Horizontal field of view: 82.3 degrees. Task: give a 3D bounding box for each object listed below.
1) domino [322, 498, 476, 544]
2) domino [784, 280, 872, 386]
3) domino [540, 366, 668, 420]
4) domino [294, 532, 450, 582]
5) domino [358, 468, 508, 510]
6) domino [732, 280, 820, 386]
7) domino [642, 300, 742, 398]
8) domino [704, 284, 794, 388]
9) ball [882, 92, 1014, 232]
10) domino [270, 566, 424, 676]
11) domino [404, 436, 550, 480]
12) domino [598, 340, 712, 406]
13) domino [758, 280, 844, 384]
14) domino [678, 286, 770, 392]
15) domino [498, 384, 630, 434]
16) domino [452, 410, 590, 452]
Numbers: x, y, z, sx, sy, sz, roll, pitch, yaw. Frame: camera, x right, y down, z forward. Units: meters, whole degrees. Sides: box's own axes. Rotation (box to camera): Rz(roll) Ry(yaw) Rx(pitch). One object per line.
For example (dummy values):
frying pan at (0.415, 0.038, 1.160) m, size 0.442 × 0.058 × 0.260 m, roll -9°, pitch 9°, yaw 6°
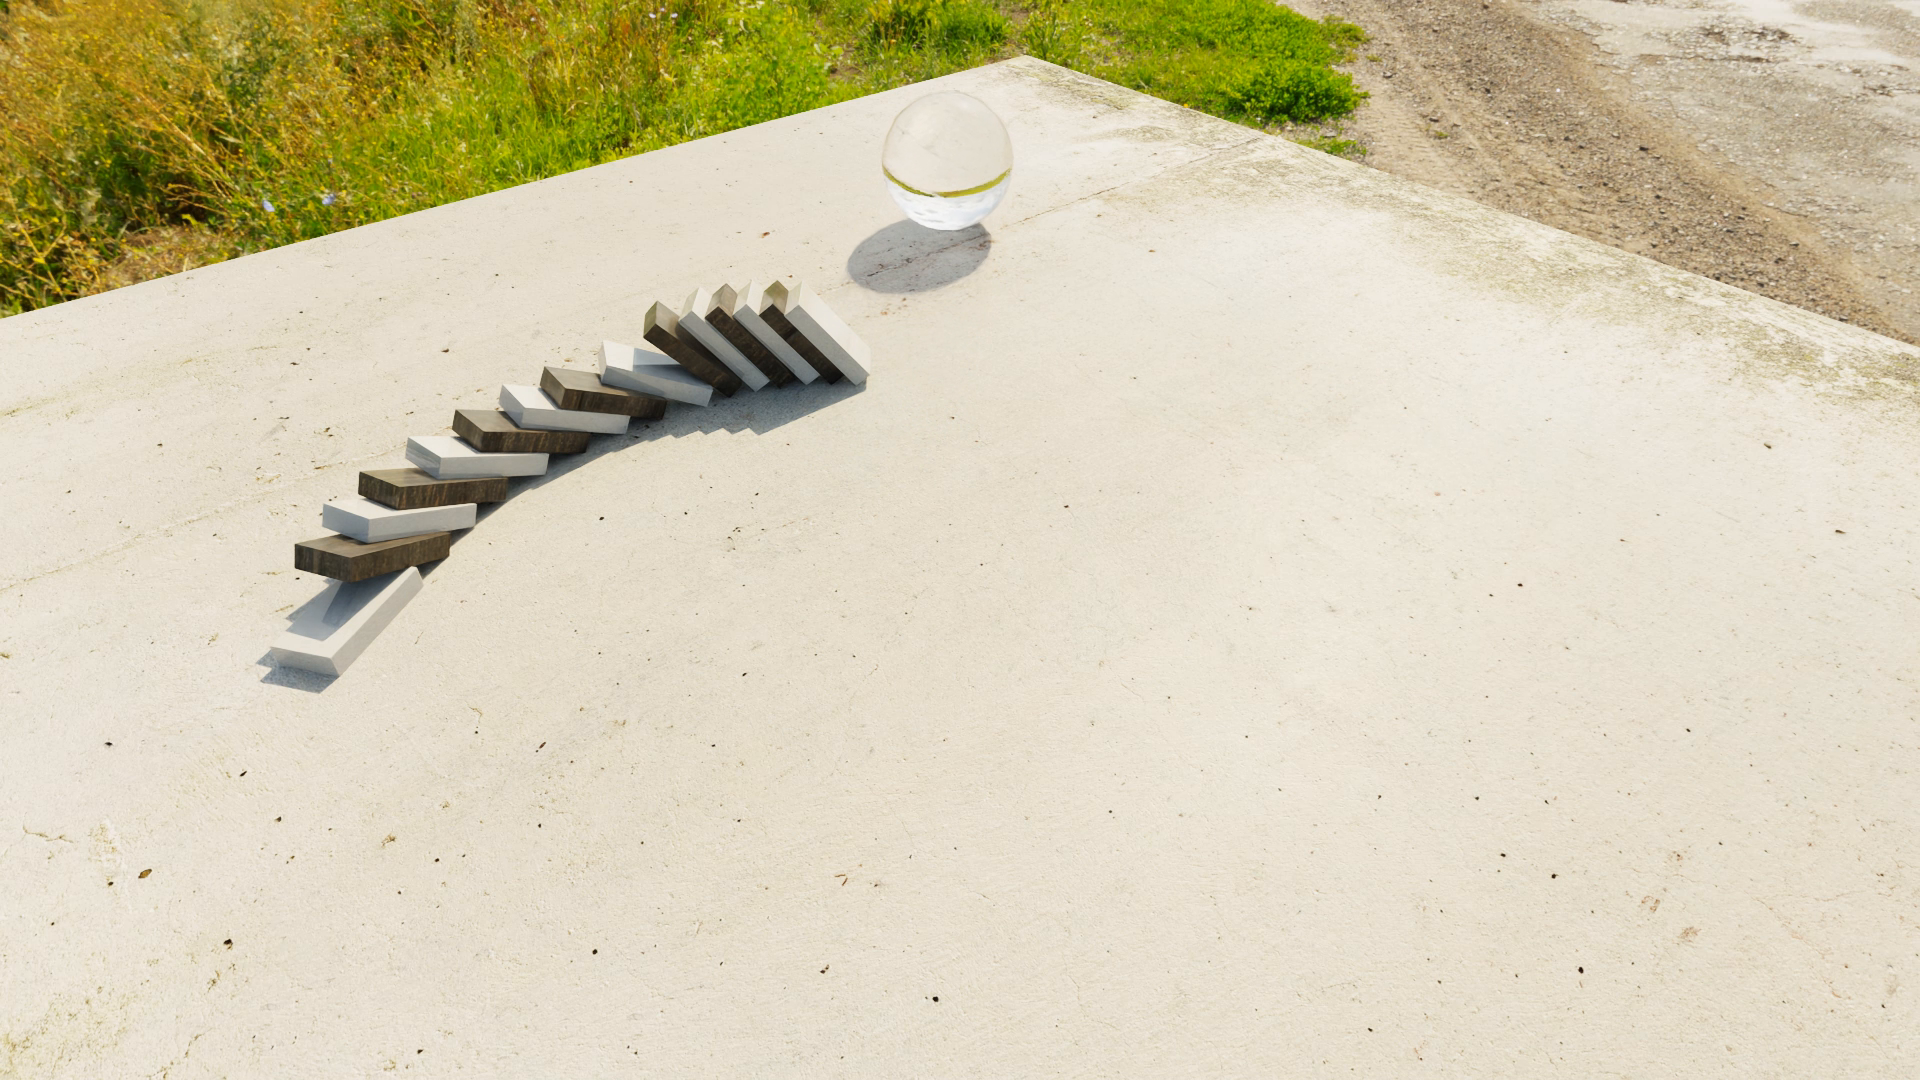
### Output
domino at (-0.222, -0.010, 0.437) m, size 0.025 × 0.010 × 0.050 m, roll 16°, pitch 14°, yaw 21°
domino at (-0.064, -0.101, 0.539) m, size 0.009 × 0.050 × 0.025 m, roll -33°, pitch 33°, yaw 22°
domino at (-0.164, -0.068, 0.507) m, size 0.050 × 0.010 × 0.025 m, roll 2°, pitch 28°, yaw -45°
domino at (-0.224, 0.004, 0.421) m, size 0.025 × 0.009 × 0.050 m, roll 12°, pitch 13°, yaw 14°
domino at (-0.216, -0.022, 0.452) m, size 0.025 × 0.009 × 0.050 m, roll 17°, pitch 15°, yaw 26°
domino at (-0.088, -0.101, 0.539) m, size 0.009 × 0.050 × 0.025 m, roll -33°, pitch 33°, yaw 22°
domino at (-0.128, -0.091, 0.528) m, size 0.009 × 0.050 × 0.025 m, roll -42°, pitch 34°, yaw 19°
domino at (-0.101, -0.099, 0.536) m, size 0.009 × 0.050 × 0.025 m, roll -33°, pitch 32°, yaw 22°
ball at (-0.007, -0.229, 0.667) m, size 0.080 × 0.080 × 0.080 m, roll 0°, pitch 39°, yaw 0°
domino at (-0.227, 0.028, 0.409) m, size 0.025 × 0.009 × 0.050 m, roll 9°, pitch 40°, yaw 10°
domino at (-0.205, -0.036, 0.470) m, size 0.025 × 0.009 × 0.050 m, roll 26°, pitch 19°, yaw 29°
domino at (-0.145, -0.079, 0.524) m, size 0.050 × 0.010 × 0.025 m, roll 11°, pitch 32°, yaw -30°
domino at (-0.076, -0.102, 0.540) m, size 0.009 × 0.050 × 0.025 m, roll -33°, pitch 33°, yaw 22°
domino at (-0.113, -0.097, 0.535) m, size 0.009 × 0.050 × 0.025 m, roll -33°, pitch 33°, yaw 22°
domino at (-0.179, -0.059, 0.499) m, size 0.050 × 0.009 × 0.025 m, roll -1°, pitch 30°, yaw -46°
domino at (-0.193, -0.048, 0.485) m, size 0.025 × 0.009 × 0.050 m, roll 31°, pitch 22°, yaw 32°
